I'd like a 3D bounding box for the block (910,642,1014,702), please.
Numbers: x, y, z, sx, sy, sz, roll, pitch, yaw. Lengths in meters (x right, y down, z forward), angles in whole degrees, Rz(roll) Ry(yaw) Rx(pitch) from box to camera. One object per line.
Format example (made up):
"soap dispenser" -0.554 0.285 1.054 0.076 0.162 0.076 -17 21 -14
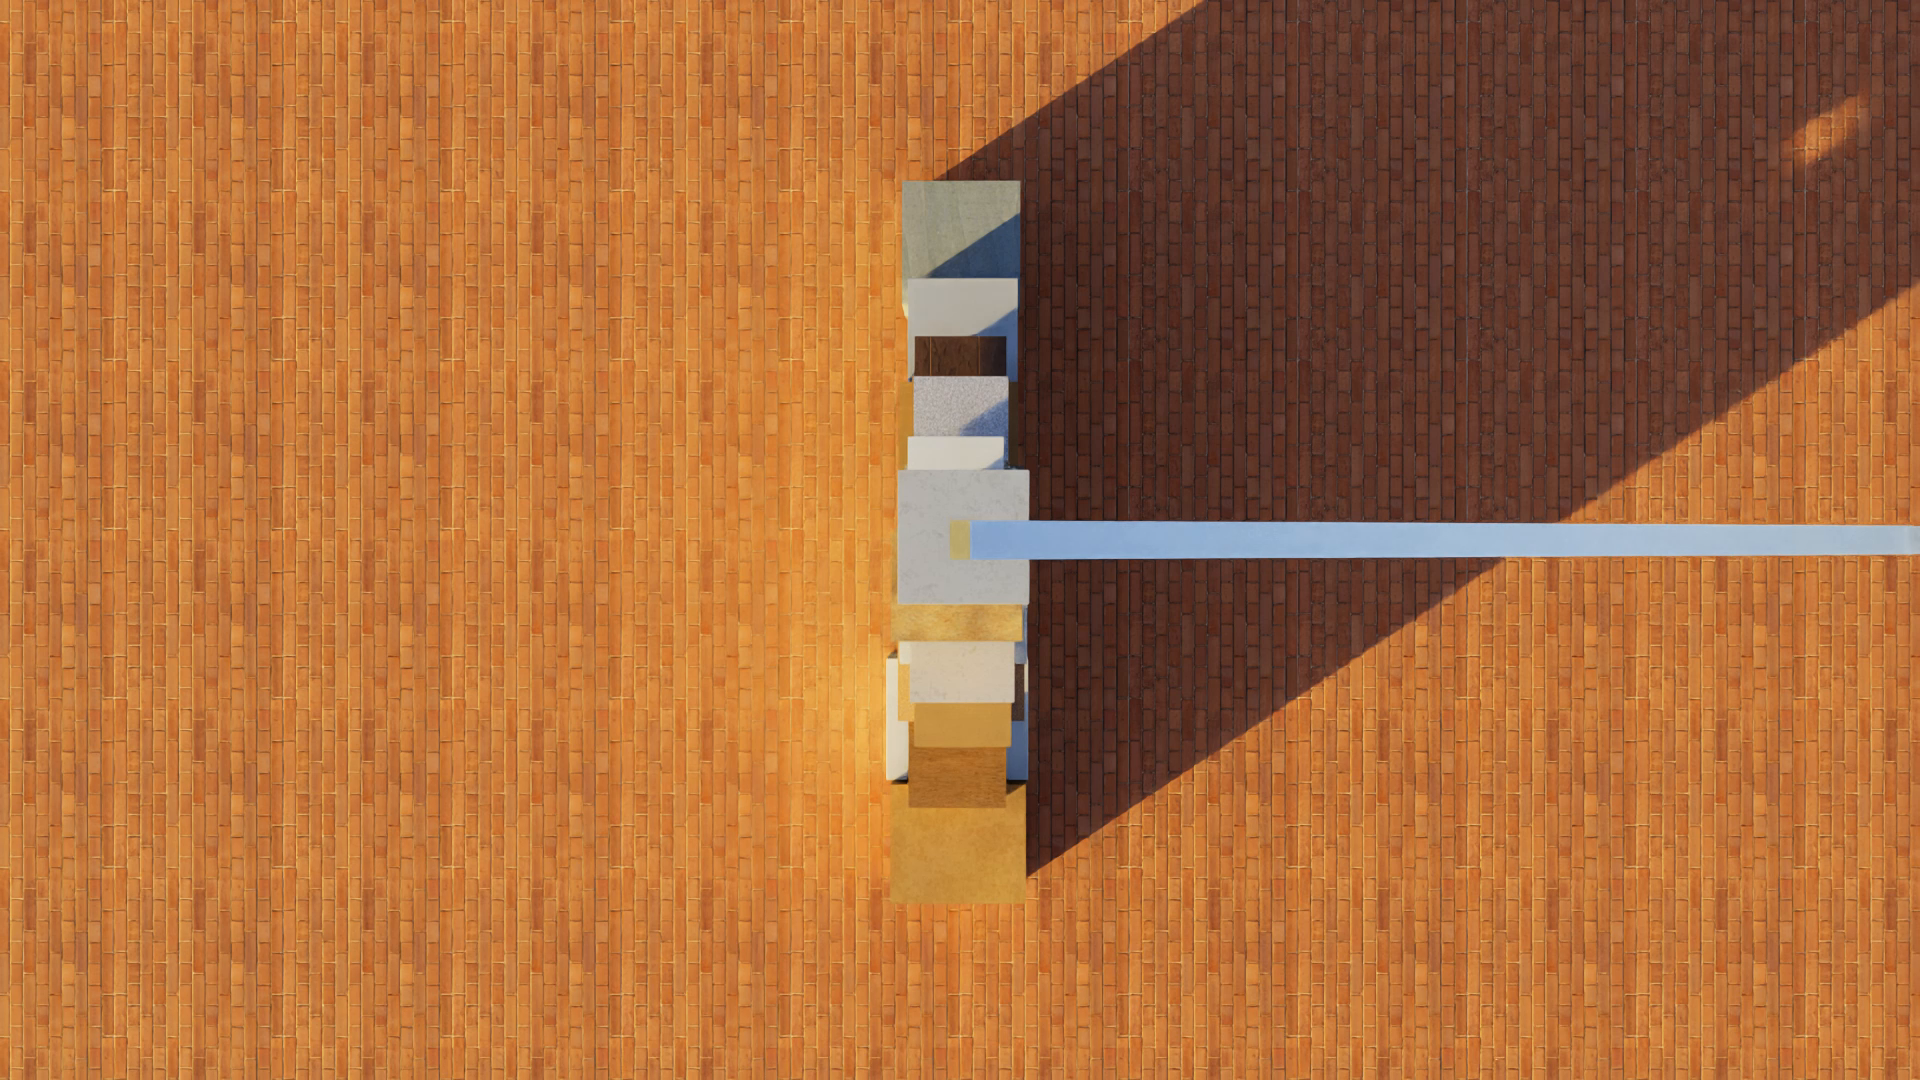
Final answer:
"block" 0.010 0.502 10.588 0.494 0.450 0.530 0 90 0

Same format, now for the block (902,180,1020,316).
"block" 0.007 -1.669 12.669 0.664 0.662 0.692 0 90 0

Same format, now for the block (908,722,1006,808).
"block" -0.013 1.188 11.915 0.516 0.542 0.473 0 89 0

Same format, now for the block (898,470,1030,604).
"block" 0.014 -0.012 9.147 0.531 0.522 0.543 0 90 0

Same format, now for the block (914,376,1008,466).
"block" 0.005 -0.588 11.037 0.467 0.398 0.418 0 87 0

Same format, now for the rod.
"rod" 2.234 0.000 5.862 5.200 0.080 0.080 0 90 -31

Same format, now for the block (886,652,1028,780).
"block" -0.014 1.006 12.664 0.794 0.672 0.680 0 90 0

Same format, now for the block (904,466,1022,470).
"block" 0.018 -0.060 10.568 0.553 0.497 0.575 0 90 0

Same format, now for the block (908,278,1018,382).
"block" 0.015 -1.137 12.113 0.592 0.466 0.568 0 92 0

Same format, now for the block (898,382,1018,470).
"block" -0.007 -0.553 12.053 0.639 0.629 0.585 0 91 0

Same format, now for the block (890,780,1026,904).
"block" -0.010 1.685 12.592 0.751 0.817 0.660 0 90 0

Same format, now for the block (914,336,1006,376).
"block" 0.003 -0.796 11.508 0.472 0.447 0.487 0 88 0

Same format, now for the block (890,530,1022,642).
"block" -0.015 0.202 10.034 0.584 0.568 0.497 0 90 0

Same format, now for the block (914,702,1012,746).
"block" 0.014 0.834 11.294 0.488 0.401 0.421 0 90 0

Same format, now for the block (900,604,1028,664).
"block" 0.017 0.265 11.154 0.628 0.679 0.693 0 90 0

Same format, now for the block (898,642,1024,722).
"block" 0.006 0.595 11.857 0.663 0.725 0.703 0 90 0

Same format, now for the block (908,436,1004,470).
"block" -0.019 -0.260 10.123 0.431 0.394 0.410 0 90 0
